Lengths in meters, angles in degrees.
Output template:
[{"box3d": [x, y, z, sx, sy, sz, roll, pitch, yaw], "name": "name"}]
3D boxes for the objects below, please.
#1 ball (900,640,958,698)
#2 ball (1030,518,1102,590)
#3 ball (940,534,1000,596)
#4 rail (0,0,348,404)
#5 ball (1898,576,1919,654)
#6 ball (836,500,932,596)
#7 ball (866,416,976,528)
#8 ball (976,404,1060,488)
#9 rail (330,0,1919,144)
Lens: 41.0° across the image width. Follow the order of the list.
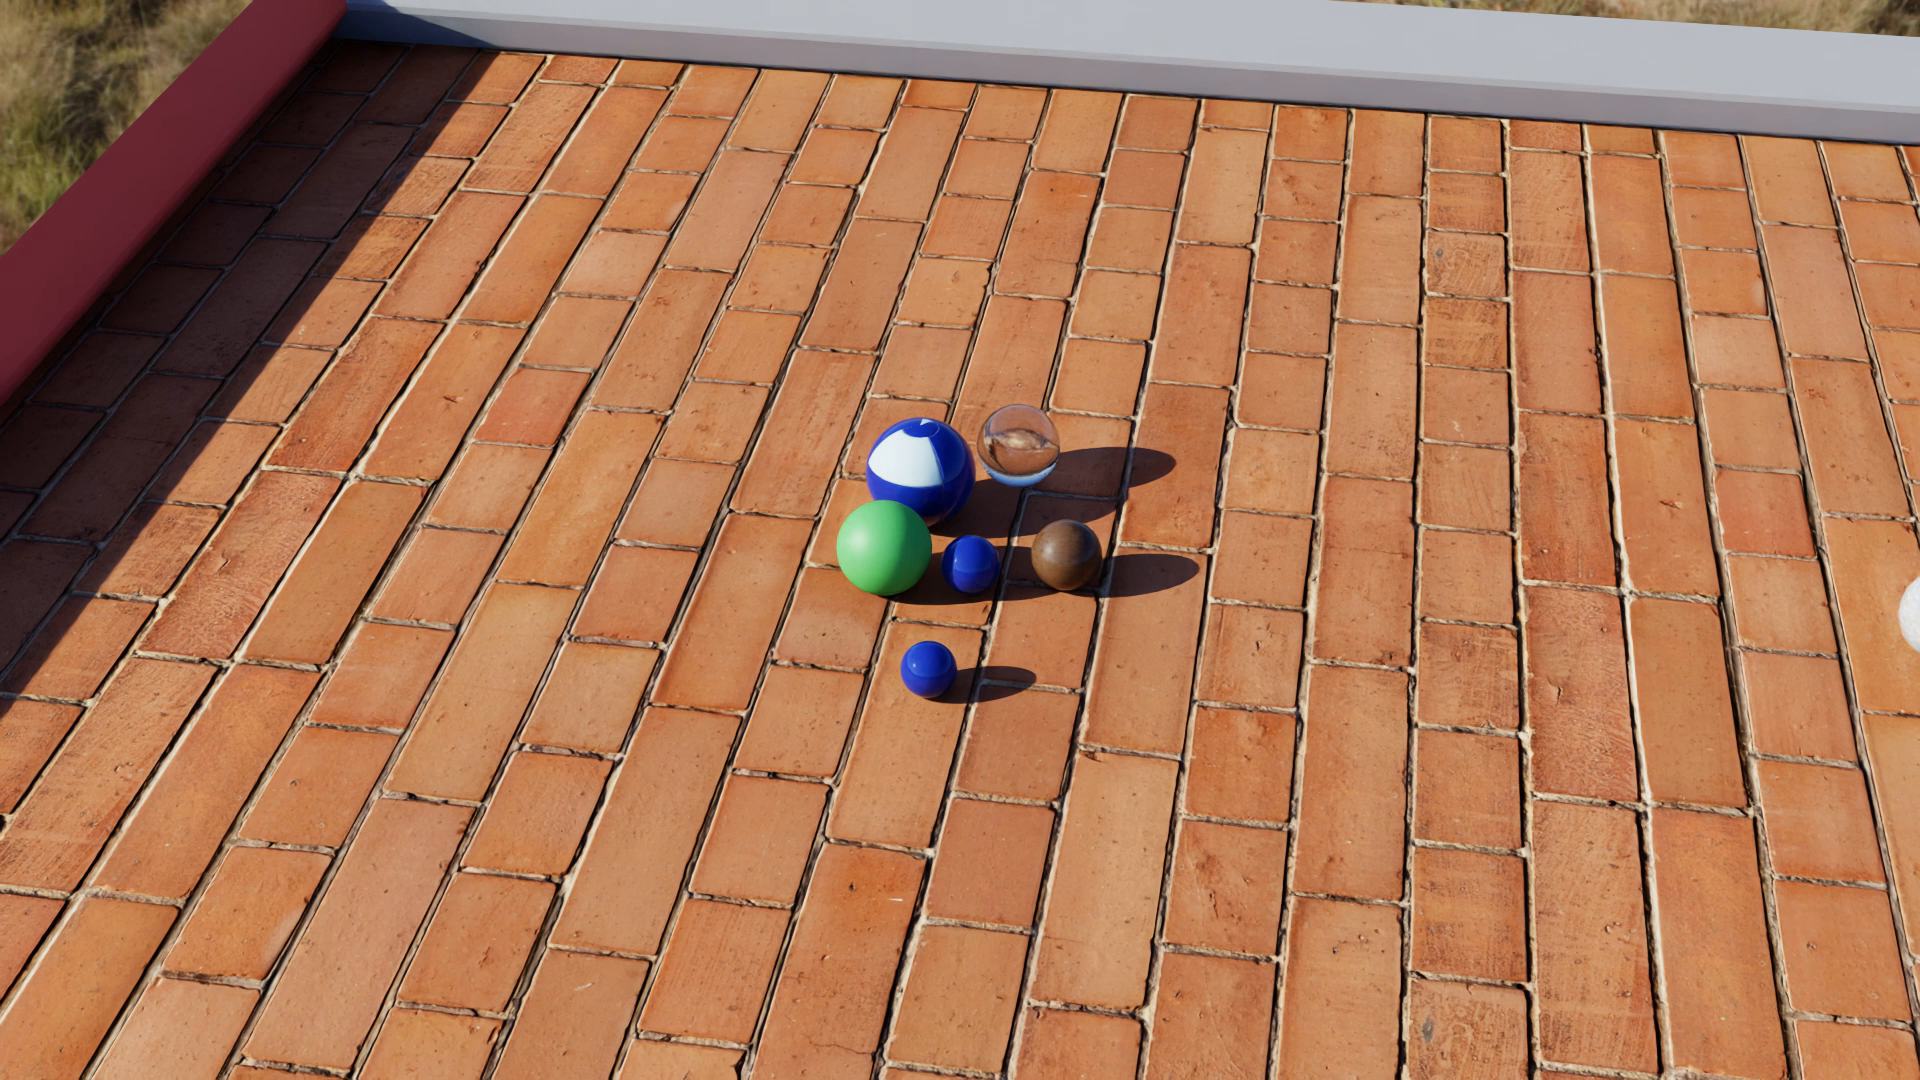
[{"box3d": [-0.022, 0.091, 1.815, 0.041, 0.041, 0.041, 0, 35, 0], "name": "ball"}, {"box3d": [0.080, 0.011, 1.920, 0.054, 0.054, 0.054, 0, 35, 0], "name": "ball"}, {"box3d": [0.008, 0.019, 1.917, 0.045, 0.045, 0.045, 0, 35, 0], "name": "ball"}, {"box3d": [-0.798, -0.095, 2.020, 0.045, 0.111, 1.760, 5, 35, 8], "name": "rail"}, {"box3d": [0.712, 0.054, 1.844, 0.070, 0.070, 0.070, 0, 35, 0], "name": "ball"}, {"box3d": [-0.056, 0.006, 1.912, 0.072, 0.072, 0.072, 0, 35, 0], "name": "ball"}, {"box3d": [-0.030, -0.052, 1.983, 0.086, 0.086, 0.086, 0, 35, 0], "name": "ball"}, {"box3d": [0.046, -0.075, 2.033, 0.067, 0.067, 0.067, 0, 35, 0], "name": "ball"}, {"box3d": [0.957, -0.427, 2.502, 3.328, 0.111, 0.045, 5, 35, 8], "name": "rail"}]
